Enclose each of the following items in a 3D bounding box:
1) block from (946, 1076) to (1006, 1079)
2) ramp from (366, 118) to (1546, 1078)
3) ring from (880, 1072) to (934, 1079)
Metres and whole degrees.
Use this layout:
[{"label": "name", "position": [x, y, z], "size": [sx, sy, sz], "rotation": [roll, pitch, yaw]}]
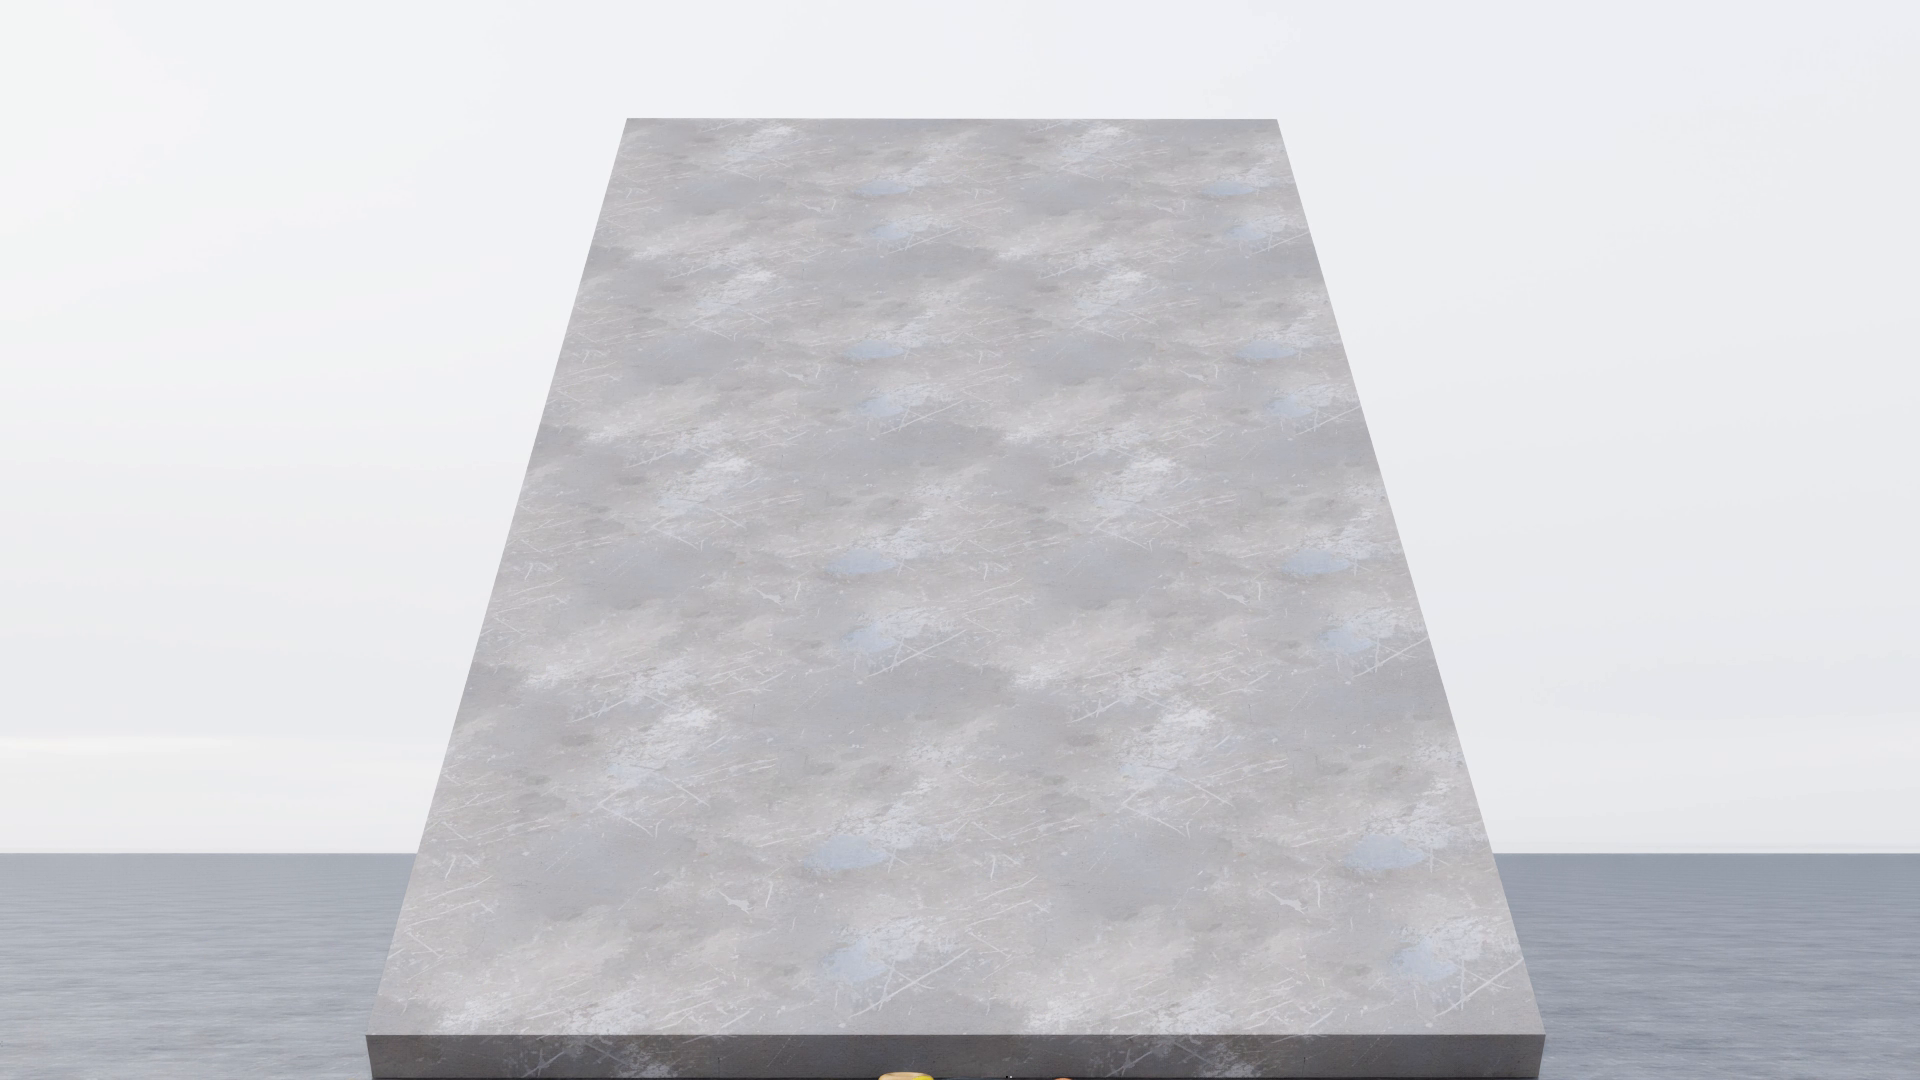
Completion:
[{"label": "block", "position": [0.019, 0.737, 3.111], "size": [0.097, 0.097, 0.097], "rotation": [-5, -9, 33]}, {"label": "ramp", "position": [-0.015, -0.187, 5.867], "size": [2.000, 0.100, 4.000], "rotation": [0, 32, 0]}, {"label": "ring", "position": [-0.086, 0.872, 3.925], "size": [0.094, 0.031, 0.094], "rotation": [1, -6, 0]}]
